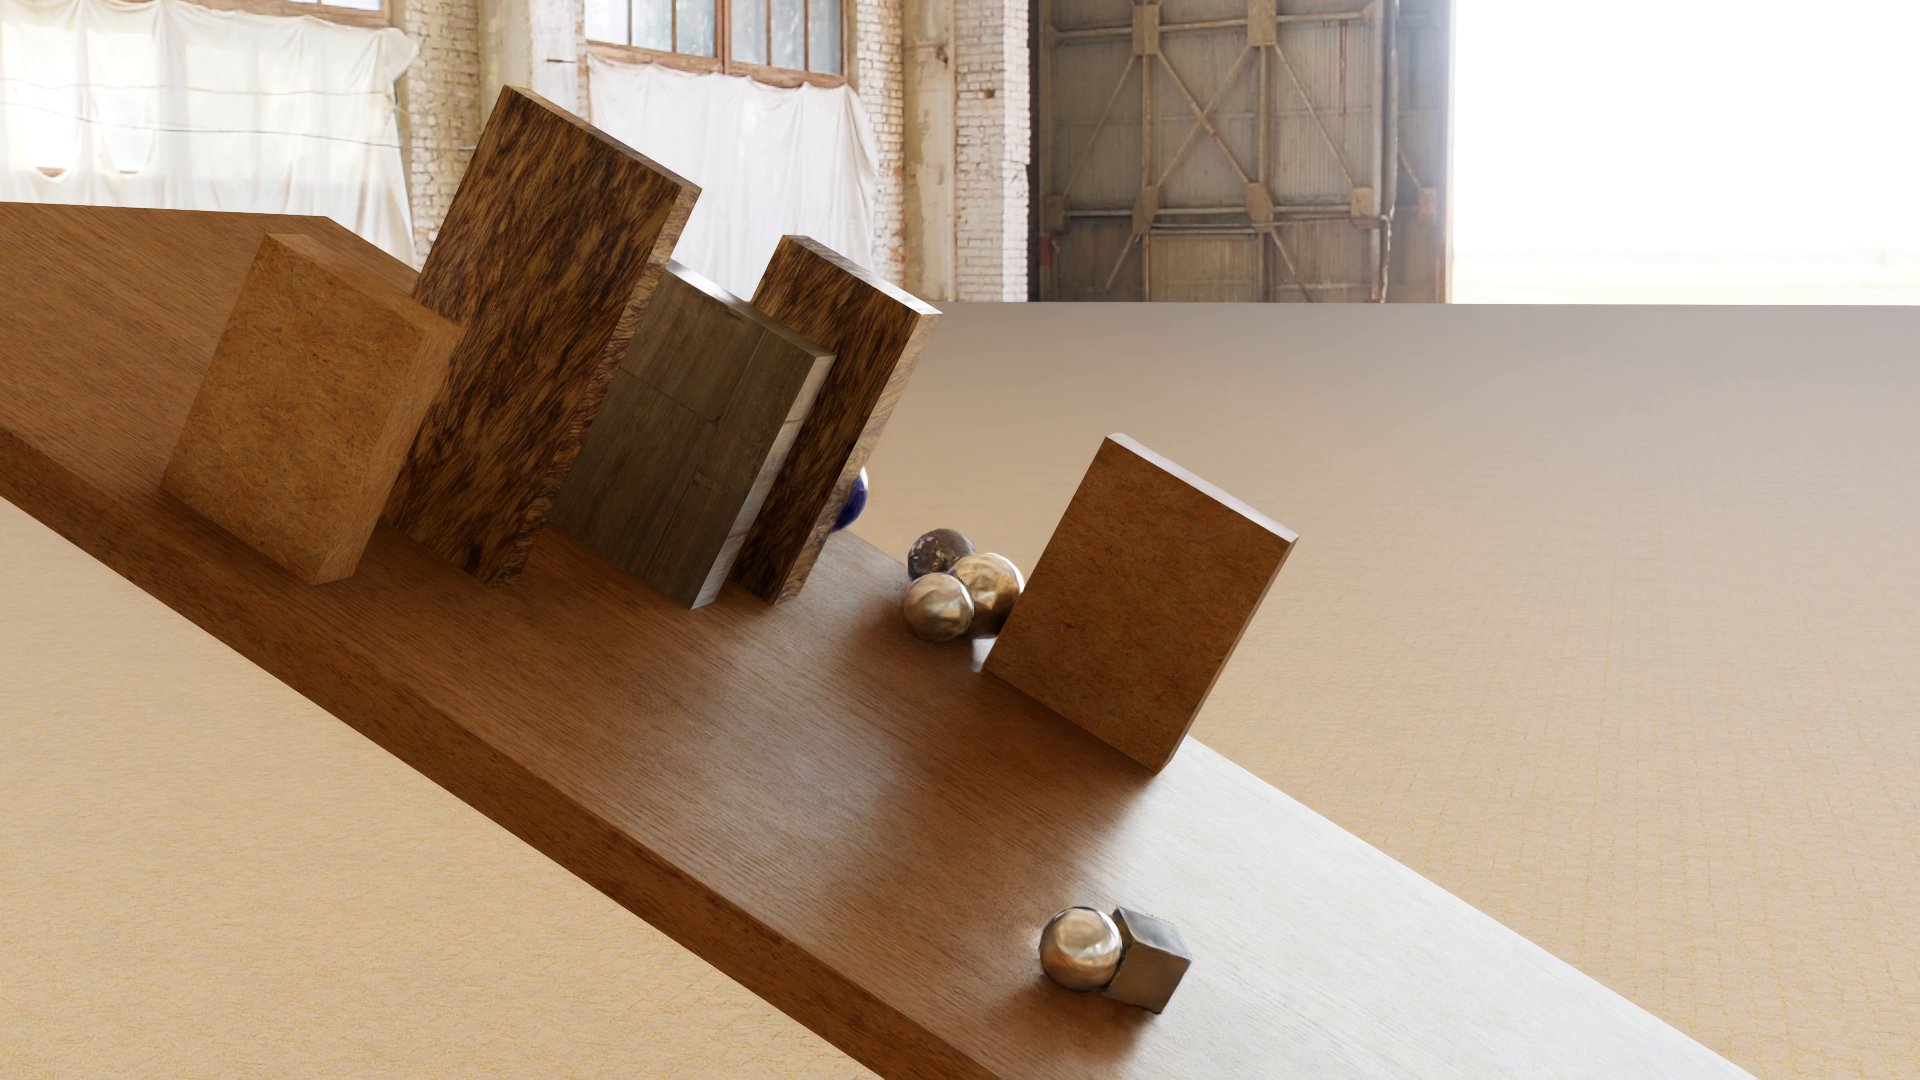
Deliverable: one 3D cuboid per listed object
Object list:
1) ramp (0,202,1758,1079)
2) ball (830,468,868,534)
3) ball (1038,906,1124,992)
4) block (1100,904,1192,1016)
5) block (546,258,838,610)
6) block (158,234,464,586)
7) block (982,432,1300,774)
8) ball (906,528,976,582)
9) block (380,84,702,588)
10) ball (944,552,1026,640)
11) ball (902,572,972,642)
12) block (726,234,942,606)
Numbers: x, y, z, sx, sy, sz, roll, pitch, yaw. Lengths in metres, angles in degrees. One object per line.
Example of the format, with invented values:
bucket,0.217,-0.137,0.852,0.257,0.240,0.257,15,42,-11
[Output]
ramp,-0.213,0.353,4.143,4.000,0.100,2.000,31,14,12
ball,-0.307,-0.114,5.000,0.199,0.199,0.199,0,7,0
ball,0.188,0.636,3.417,0.131,0.131,0.131,0,7,0
block,0.286,0.672,3.520,0.107,0.107,0.107,23,15,-20
block,-0.537,-0.207,4.187,0.396,0.545,0.112,31,14,12
block,-1.026,-0.207,3.468,0.314,0.452,0.111,31,14,12
block,0.380,0.130,4.661,0.441,0.567,0.136,31,14,12
ball,-0.039,0.056,4.976,0.163,0.163,0.163,0,7,0
block,-0.770,-0.343,3.766,0.364,0.772,0.084,31,14,12
ball,0.049,0.123,4.836,0.195,0.195,0.195,0,7,0
ball,-0.049,0.143,4.681,0.147,0.147,0.147,0,7,0
block,-0.342,-0.241,4.427,0.326,0.664,0.134,31,14,12
